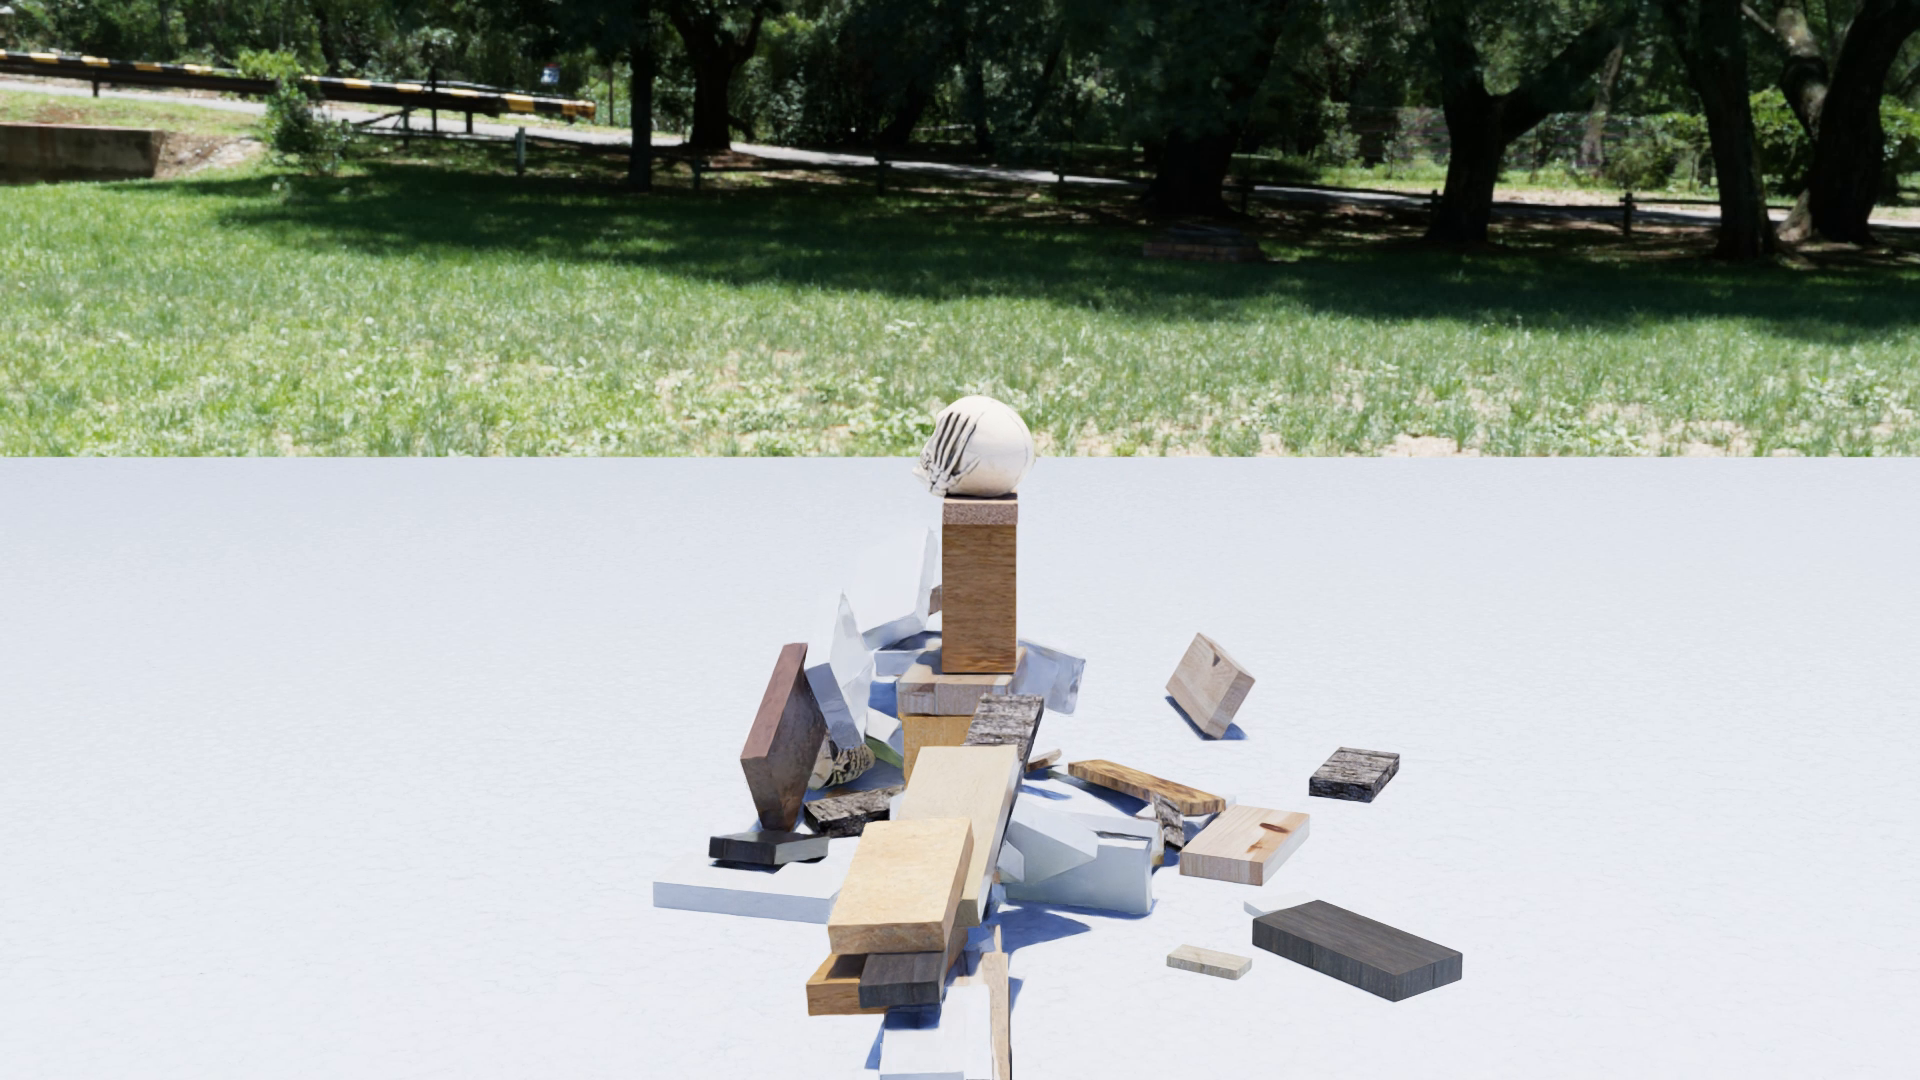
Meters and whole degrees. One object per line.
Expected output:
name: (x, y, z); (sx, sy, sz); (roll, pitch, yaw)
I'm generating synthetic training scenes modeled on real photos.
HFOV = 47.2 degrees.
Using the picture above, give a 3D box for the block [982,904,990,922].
block: (0.012, 0.520, 3.082); (0.058, 0.017, 0.117); (1, -5, 3)

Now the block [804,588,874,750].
block: (-0.231, 0.244, 4.243); (0.050, 0.175, 0.351); (-19, 20, 8)

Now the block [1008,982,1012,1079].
block: (0.003, 0.627, 2.816); (0.124, 0.035, 0.248); (0, 9, 1)

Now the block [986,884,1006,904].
block: (0.014, 0.489, 3.043); (0.083, 0.023, 0.166); (0, -11, 8)

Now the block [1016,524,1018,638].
block: (0.036, 0.073, 3.714); (0.121, 0.241, 0.034); (1, 2, 5)

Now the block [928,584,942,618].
block: (-0.057, 0.140, 5.028); (0.180, 0.051, 0.359); (-27, -2, 14)

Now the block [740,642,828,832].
block: (-0.319, 0.363, 4.069); (0.050, 0.175, 0.351); (-6, 31, 14)

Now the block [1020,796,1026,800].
block: (0.042, 0.489, 4.152); (0.078, 0.022, 0.156); (-10, 15, -44)

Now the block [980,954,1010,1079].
block: (-0.008, 0.632, 2.665); (0.134, 0.038, 0.267); (0, 53, 1)

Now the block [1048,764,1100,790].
block: (0.229, 0.463, 4.304); (0.056, 0.016, 0.113); (-6, 12, -35)

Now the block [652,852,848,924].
block: (-0.336, 0.574, 3.635); (0.305, 0.043, 0.153); (3, 11, 16)

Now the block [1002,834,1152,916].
block: (0.189, 0.539, 3.599); (0.245, 0.122, 0.035); (4, 22, 19)

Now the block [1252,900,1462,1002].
block: (0.605, 0.625, 3.365); (0.148, 0.042, 0.295); (-8, 13, -36)

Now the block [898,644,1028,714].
block: (0.010, 0.229, 3.643); (0.173, 0.049, 0.346); (1, 7, 7)

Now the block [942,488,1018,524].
block: (0.035, -0.057, 3.633); (0.121, 0.034, 0.241); (0, 7, 1)

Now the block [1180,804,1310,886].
block: (0.503, 0.533, 3.862); (0.148, 0.042, 0.295); (5, 12, 24)

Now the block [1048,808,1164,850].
block: (0.240, 0.476, 3.608); (0.182, 0.026, 0.091); (5, -20, 14)

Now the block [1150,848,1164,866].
block: (0.258, 0.530, 3.725); (0.122, 0.035, 0.245); (4, -4, 19)

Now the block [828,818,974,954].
block: (-0.067, 0.411, 2.635); (0.133, 0.038, 0.266); (-4, 18, 9)

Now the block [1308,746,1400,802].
block: (0.771, 0.457, 4.292); (0.121, 0.034, 0.241); (5, 11, 23)

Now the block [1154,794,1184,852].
block: (0.365, 0.496, 3.841); (0.049, 0.014, 0.098); (30, 35, -28)

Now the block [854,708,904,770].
block: (-0.163, 0.386, 4.352); (0.175, 0.050, 0.351); (42, -14, -31)

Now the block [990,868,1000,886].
block: (0.010, 0.479, 3.122); (0.083, 0.023, 0.245); (0, -12, 4)

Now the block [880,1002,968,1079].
block: (-0.038, 0.552, 2.393); (0.088, 0.025, 0.176); (-2, 12, 2)

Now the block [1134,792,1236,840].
block: (0.412, 0.499, 4.003); (0.122, 0.035, 0.245); (4, 6, 22)

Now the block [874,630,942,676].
block: (-0.063, 0.245, 4.843); (0.180, 0.051, 0.359); (-2, 5, 10)

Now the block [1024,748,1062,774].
block: (0.162, 0.438, 4.360); (0.056, 0.016, 0.113); (-19, -1, 17)

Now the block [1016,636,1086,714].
block: (0.134, 0.252, 4.228); (0.222, 0.111, 0.031); (16, 7, 38)

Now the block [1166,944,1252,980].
block: (0.379, 0.642, 3.344); (0.116, 0.016, 0.058); (6, 12, 30)

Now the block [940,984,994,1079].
block: (-0.022, 0.575, 2.468); (0.116, 0.033, 0.232); (-5, 17, 1)

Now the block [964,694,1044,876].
block: (0.030, 0.345, 2.997); (0.091, 0.026, 0.555); (1, 23, 10)

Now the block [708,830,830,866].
block: (-0.325, 0.525, 3.767); (0.121, 0.034, 0.241); (4, -3, 18)

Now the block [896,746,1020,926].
block: (-0.015, 0.375, 2.840); (0.133, 0.038, 0.399); (-1, 22, 10)

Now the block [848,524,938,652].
block: (-0.152, 0.110, 4.867); (0.180, 0.051, 0.359); (-21, 28, 17)

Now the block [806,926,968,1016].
block: (-0.083, 0.504, 2.632); (0.133, 0.038, 0.266); (-4, 7, 12)

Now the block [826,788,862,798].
block: (-0.201, 0.489, 4.173); (0.098, 0.014, 0.049); (5, 12, 26)

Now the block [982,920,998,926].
block: (0.002, 0.583, 3.086); (0.109, 0.031, 0.218); (0, 9, -1)

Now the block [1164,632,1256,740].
block: (0.538, 0.312, 4.761); (0.042, 0.148, 0.368); (29, 6, -12)

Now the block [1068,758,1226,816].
block: (0.343, 0.460, 4.114); (0.078, 0.022, 0.439); (-3, 6, -26)

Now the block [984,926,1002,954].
block: (0.014, 0.546, 2.814); (0.078, 0.022, 0.156); (0, 23, 0)

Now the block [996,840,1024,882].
block: (-0.005, 0.463, 3.212); (0.153, 0.043, 0.564); (0, -12, 6)

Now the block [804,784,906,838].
block: (-0.155, 0.494, 4.034); (0.241, 0.034, 0.121); (-9, 13, -16)

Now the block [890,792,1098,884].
block: (0.054, 0.453, 3.457); (0.305, 0.043, 0.153); (29, -41, -33)

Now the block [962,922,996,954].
block: (-0.024, 0.503, 2.856); (0.083, 0.023, 0.166); (-20, 23, -16)

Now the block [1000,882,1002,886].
block: (0.131, 0.530, 3.738); (0.026, 0.091, 0.182); (39, 30, 27)

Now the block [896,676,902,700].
block: (-0.049, 0.307, 4.665); (0.152, 0.043, 0.304); (-2, -1, 2)

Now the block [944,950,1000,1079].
block: (-0.007, 0.572, 2.575); (0.085, 0.024, 0.298); (-5, 21, -3)

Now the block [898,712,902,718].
block: (-0.049, 0.340, 4.493); (0.111, 0.031, 0.222); (-2, -1, 10)

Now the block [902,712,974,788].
block: (-0.003, 0.417, 3.675); (0.173, 0.347, 0.049); (0, 34, 3)

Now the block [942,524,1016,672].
block: (0.031, 0.092, 3.560); (0.121, 0.241, 0.034); (0, 0, -1)

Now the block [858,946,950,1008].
block: (-0.062, 0.486, 2.491); (0.088, 0.025, 0.176); (-4, 7, 4)

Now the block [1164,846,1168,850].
block: (0.331, 0.540, 3.893); (0.058, 0.016, 0.116); (5, 12, 25)

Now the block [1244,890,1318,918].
block: (0.528, 0.597, 3.587); (0.116, 0.016, 0.058); (-5, 12, -24)
